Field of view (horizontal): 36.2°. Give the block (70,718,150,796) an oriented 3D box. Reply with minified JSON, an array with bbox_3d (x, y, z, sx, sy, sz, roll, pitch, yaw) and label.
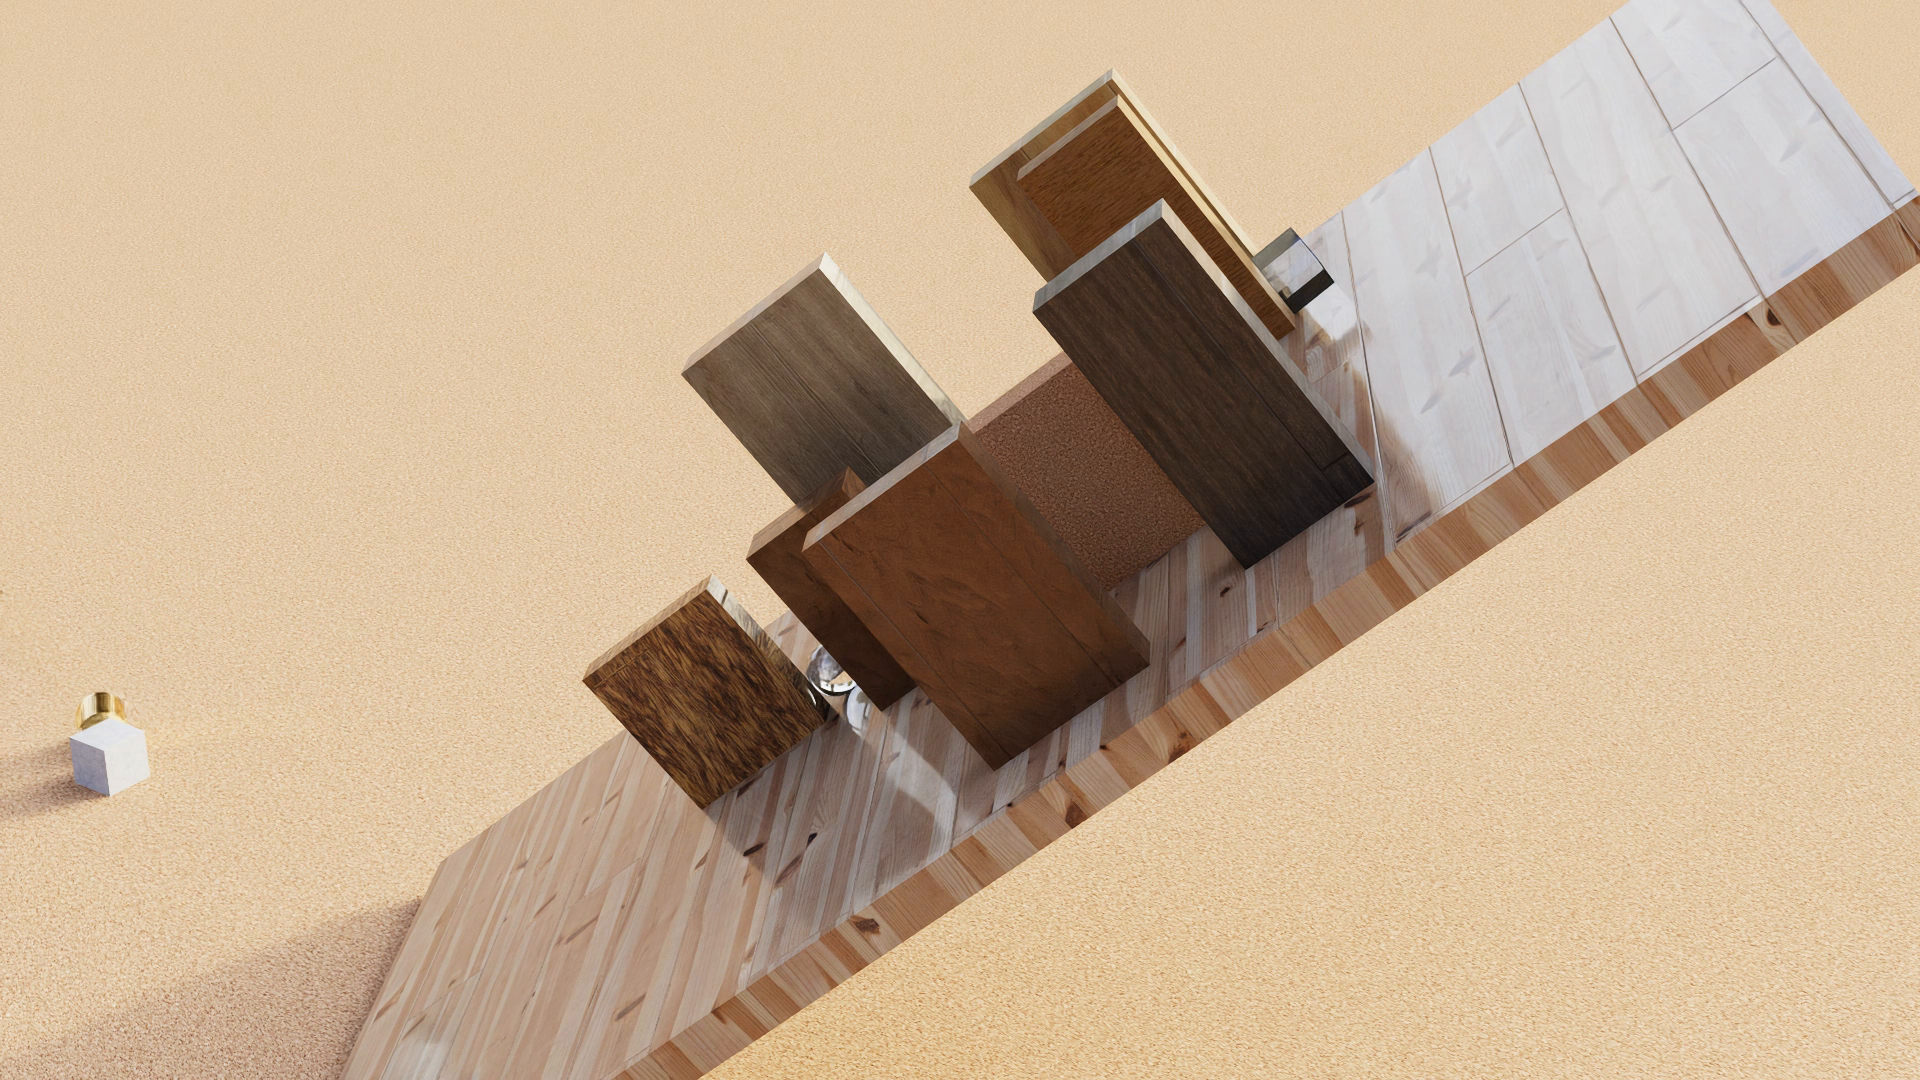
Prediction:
[{"bbox_3d":[-2.429,0.620,8.405,0.147,0.147,0.147,15,28,31],"label":"block"}]

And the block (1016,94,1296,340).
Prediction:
[{"bbox_3d":[0.434,-0.641,6.474,0.277,0.638,0.094,-36,16,18],"label":"block"}]

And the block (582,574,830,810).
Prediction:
[{"bbox_3d":[-0.566,0.342,6.573,0.371,0.408,0.085,-36,16,18],"label":"block"}]

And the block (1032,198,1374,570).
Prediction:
[{"bbox_3d":[0.453,-0.284,5.446,0.297,0.645,0.115,-36,16,18],"label":"block"}]

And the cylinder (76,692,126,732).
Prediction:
[{"bbox_3d":[-2.511,0.537,8.608,0.138,0.138,0.138,-7,25,-16],"label":"cylinder"}]

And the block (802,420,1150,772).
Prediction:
[{"bbox_3d":[0.033,0.109,5.500,0.372,0.570,0.098,-36,16,18],"label":"block"}]

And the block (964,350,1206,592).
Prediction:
[{"bbox_3d":[0.267,-0.146,5.901,0.449,0.434,0.114,-36,16,18],"label":"block"}]

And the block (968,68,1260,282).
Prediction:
[{"bbox_3d":[0.380,-0.727,6.875,0.420,0.617,0.101,-36,16,18],"label":"block"}]

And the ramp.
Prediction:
[{"bbox_3d":[0.122,0.184,6.337,4.000,0.100,2.000,-36,16,18],"label":"ramp"}]

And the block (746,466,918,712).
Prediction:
[{"bbox_3d":[-0.203,0.106,6.287,0.266,0.451,0.129,-36,16,18],"label":"block"}]

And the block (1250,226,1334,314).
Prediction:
[{"bbox_3d":[0.739,-0.598,6.533,0.114,0.114,0.114,-39,57,7],"label":"block"}]

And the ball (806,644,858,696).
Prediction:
[{"bbox_3d":[-0.281,0.287,6.578,0.127,0.127,0.127,0,24,0],"label":"ball"}]

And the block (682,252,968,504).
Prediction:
[{"bbox_3d":[-0.206,-0.210,6.529,0.399,0.784,0.114,-36,16,18],"label":"block"}]
